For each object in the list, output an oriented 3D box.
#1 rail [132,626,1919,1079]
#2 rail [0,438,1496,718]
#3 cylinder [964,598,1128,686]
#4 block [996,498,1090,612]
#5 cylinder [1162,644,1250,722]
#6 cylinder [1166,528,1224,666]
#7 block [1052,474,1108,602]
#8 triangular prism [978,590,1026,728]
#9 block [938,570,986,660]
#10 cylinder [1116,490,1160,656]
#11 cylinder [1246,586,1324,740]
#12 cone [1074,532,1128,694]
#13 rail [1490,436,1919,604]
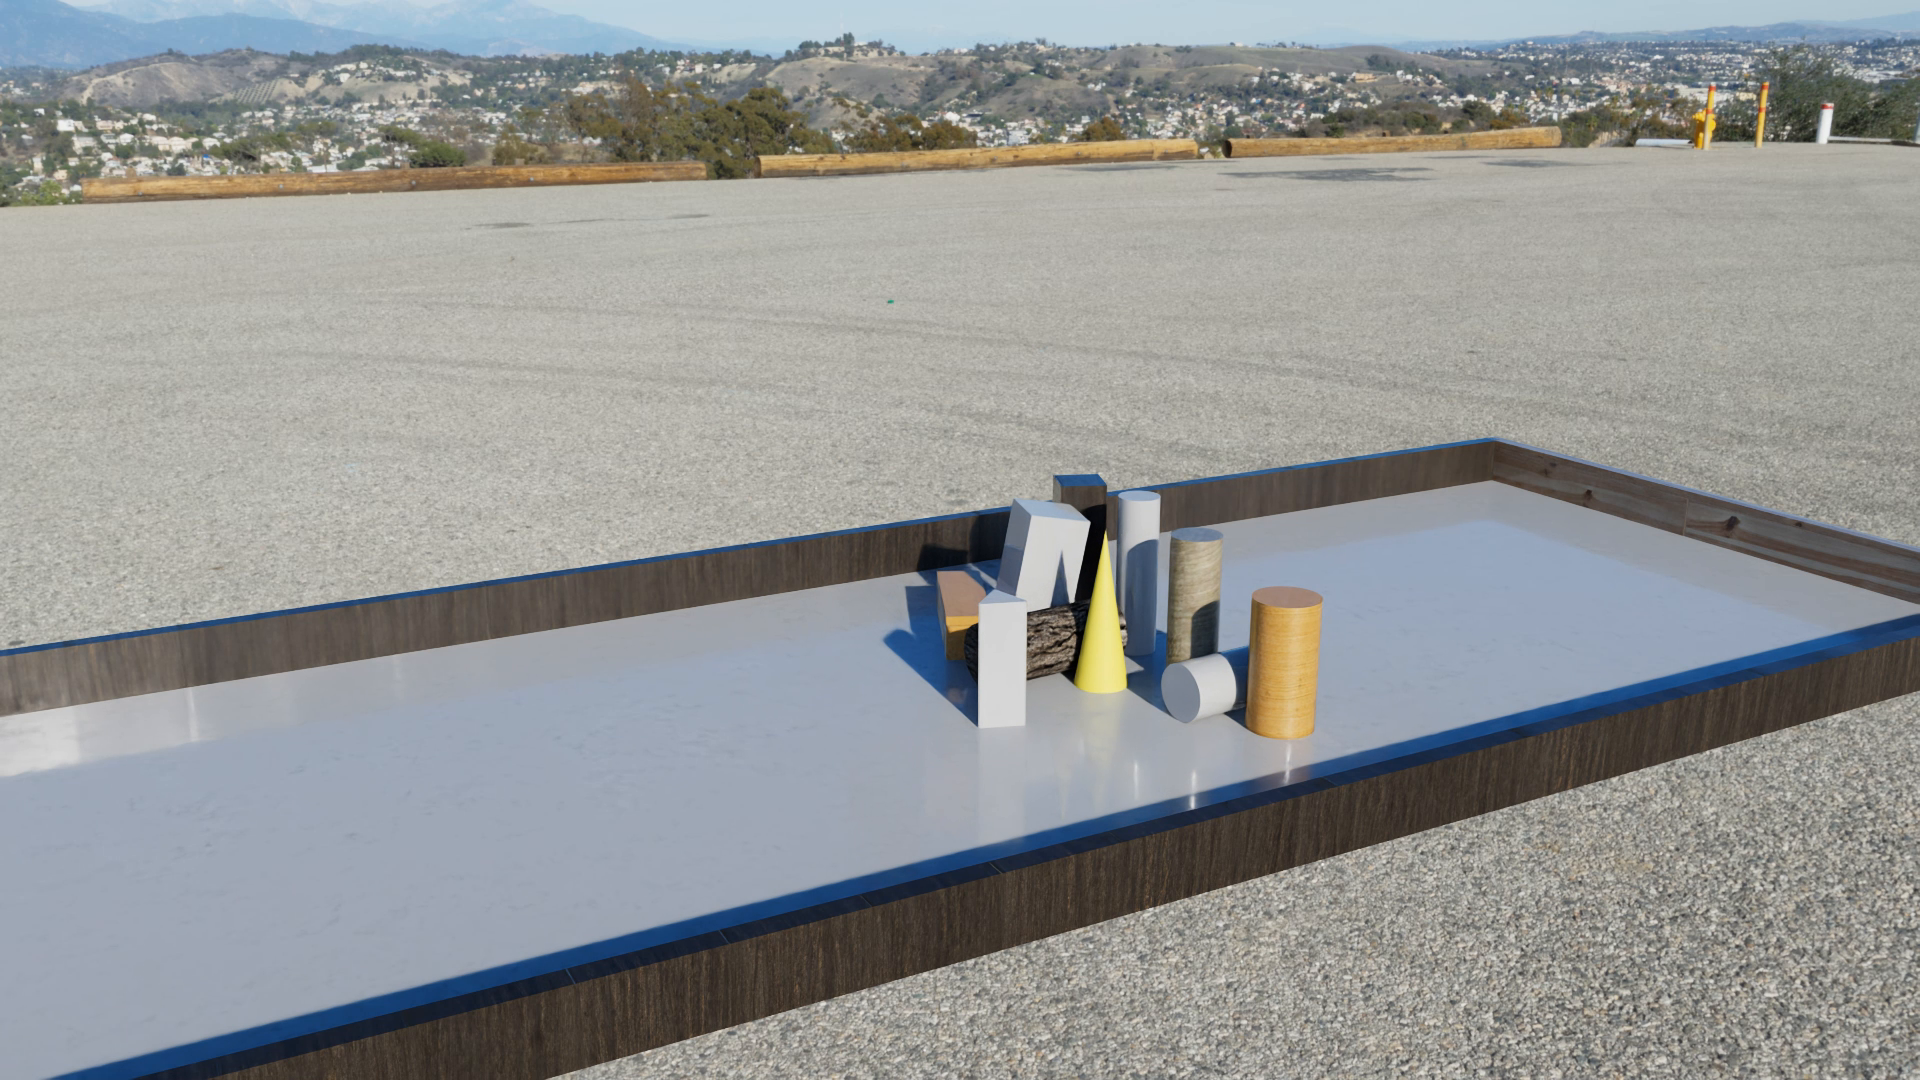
[{"bbox_3d":[-2.336,1.006,1.665,12.000,0.150,0.050,-9,18,-27],"label":"rail"},{"bbox_3d":[-3.305,0.497,3.399,12.000,0.150,0.050,-9,18,-27],"label":"rail"},{"bbox_3d":[0.219,0.258,4.183,0.390,0.167,0.167,-10,19,-32],"label":"cylinder"},{"bbox_3d":[0.206,0.092,4.351,0.162,0.361,0.162,6,16,-17],"label":"block"},{"bbox_3d":[0.659,0.334,3.966,0.334,0.142,0.142,-10,19,-31],"label":"cylinder"},{"bbox_3d":[0.580,0.171,4.093,0.129,0.384,0.129,0,16,0],"label":"cylinder"},{"bbox_3d":[0.329,0.024,4.578,0.127,0.392,0.127,-2,16,-6],"label":"block"},{"bbox_3d":[0.090,0.277,3.869,0.111,0.306,0.097,-3,17,-10],"label":"triangular prism"},{"bbox_3d":[0.009,0.199,4.465,0.119,0.119,0.392,-1,16,-4],"label":"block"},{"bbox_3d":[0.463,0.087,4.316,0.109,0.419,0.109,0,16,0],"label":"cylinder"},{"bbox_3d":[0.750,0.284,3.824,0.161,0.319,0.161,0,16,0],"label":"cylinder"},{"bbox_3d":[0.354,0.167,4.074,0.136,0.401,0.136,0,17,0],"label":"cone"},{"bbox_3d":[2.466,-0.048,5.253,0.050,0.150,2.100,-9,18,-27],"label":"rail"}]
